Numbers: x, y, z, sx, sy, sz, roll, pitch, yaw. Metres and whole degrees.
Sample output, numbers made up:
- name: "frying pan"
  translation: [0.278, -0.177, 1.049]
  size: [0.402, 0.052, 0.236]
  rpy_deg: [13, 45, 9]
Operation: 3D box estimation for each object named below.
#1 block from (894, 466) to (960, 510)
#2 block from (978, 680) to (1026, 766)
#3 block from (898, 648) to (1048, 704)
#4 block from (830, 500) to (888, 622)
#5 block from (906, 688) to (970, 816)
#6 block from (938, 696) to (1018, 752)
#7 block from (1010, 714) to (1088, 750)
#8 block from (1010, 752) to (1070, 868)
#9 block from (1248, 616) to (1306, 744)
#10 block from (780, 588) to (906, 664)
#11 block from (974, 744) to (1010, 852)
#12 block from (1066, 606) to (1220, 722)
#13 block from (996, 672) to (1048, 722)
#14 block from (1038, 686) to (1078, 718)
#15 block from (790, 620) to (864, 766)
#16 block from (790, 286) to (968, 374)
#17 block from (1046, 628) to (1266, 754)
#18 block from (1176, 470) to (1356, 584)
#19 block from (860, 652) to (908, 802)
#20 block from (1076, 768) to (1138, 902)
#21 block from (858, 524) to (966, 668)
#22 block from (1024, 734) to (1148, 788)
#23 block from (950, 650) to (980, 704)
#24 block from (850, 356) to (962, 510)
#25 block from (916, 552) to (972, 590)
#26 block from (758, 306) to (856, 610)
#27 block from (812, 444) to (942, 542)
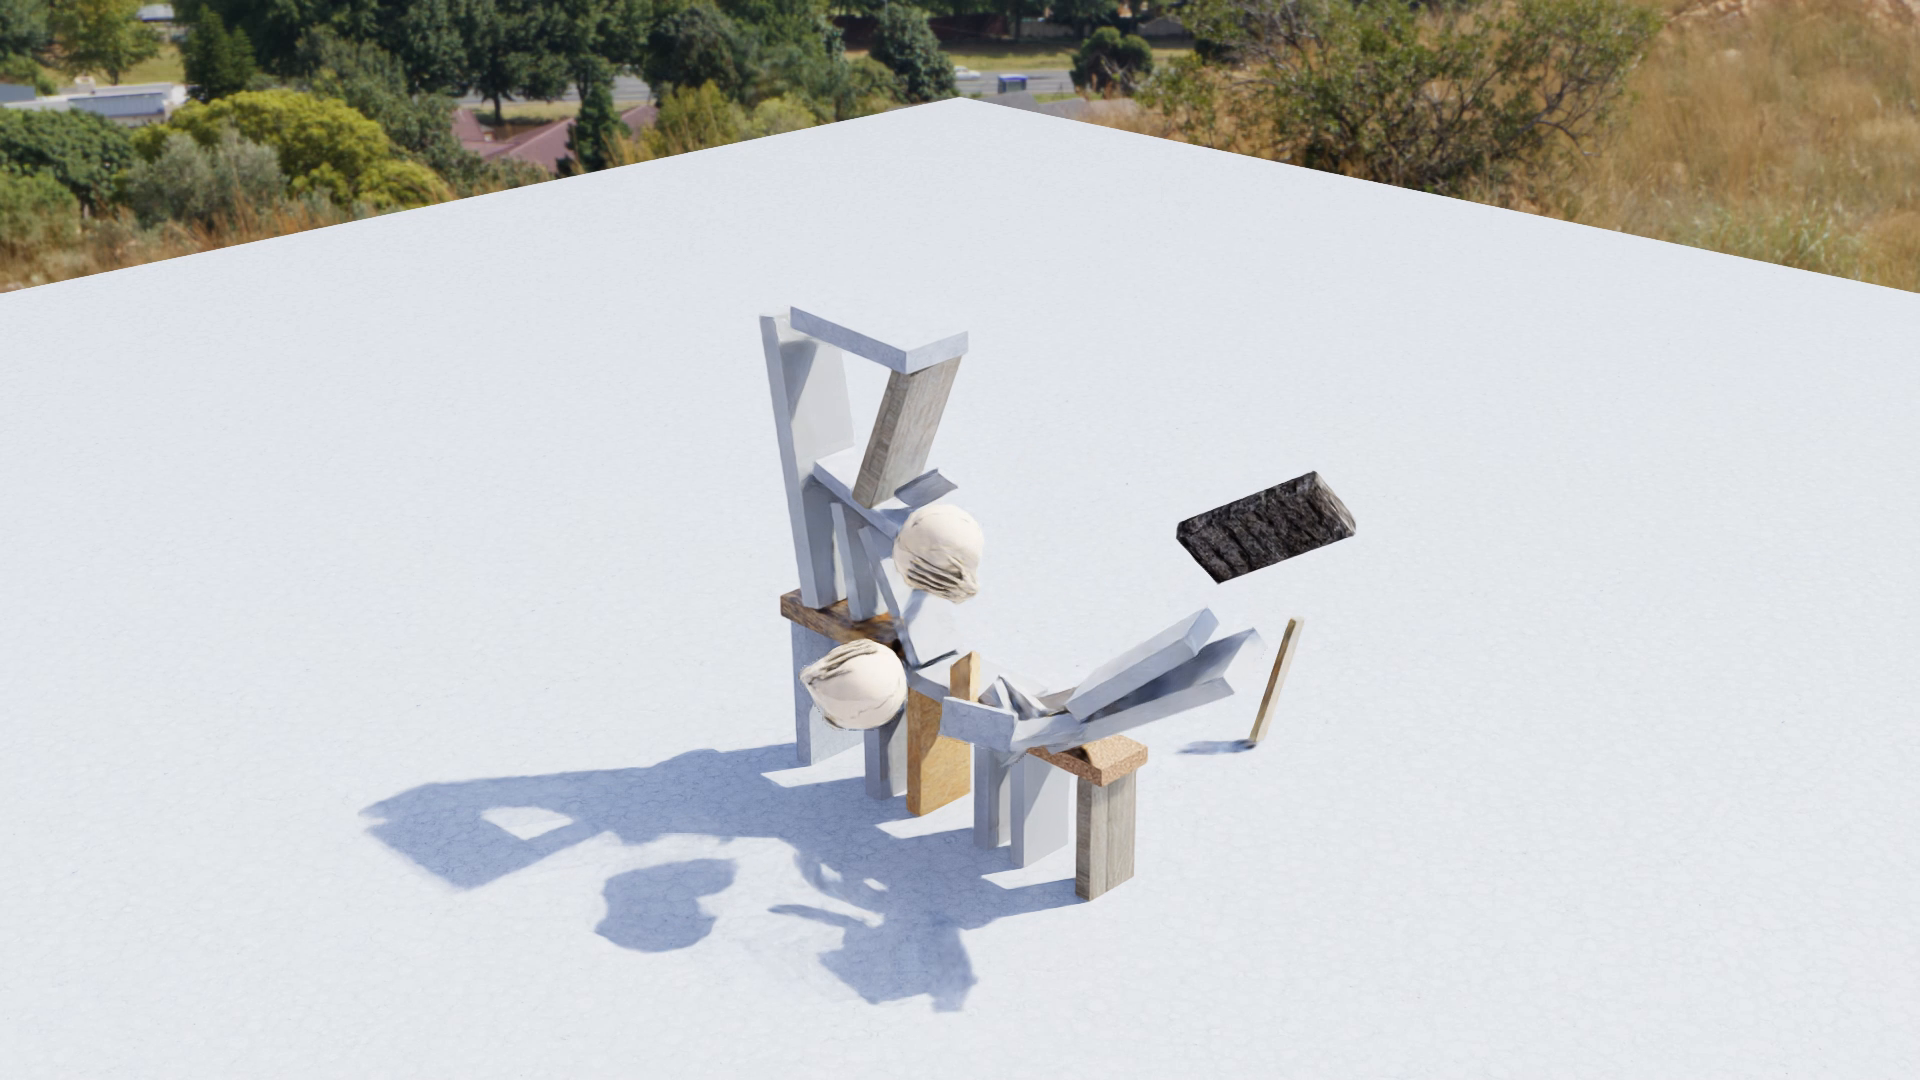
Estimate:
- name: "block"
  translation: [-0.065, -0.100, 4.285]
  size: [0.117, 0.058, 0.017]
  rpy_deg: [-26, 43, 34]
- name: "block"
  translation: [0.078, 0.344, 4.130]
  size: [0.020, 0.071, 0.142]
  rpy_deg: [-2, 60, -35]
- name: "block"
  translation: [0.024, 0.285, 4.317]
  size: [0.141, 0.040, 0.282]
  rpy_deg: [-21, 31, -40]
- name: "block"
  translation: [-0.184, 0.029, 4.436]
  size: [0.122, 0.245, 0.035]
  rpy_deg: [-21, 18, -41]
- name: "block"
  translation: [-0.042, 0.406, 4.443]
  size: [0.141, 0.282, 0.040]
  rpy_deg: [-21, 32, -40]
- name: "block"
  translation: [0.034, 0.340, 4.061]
  size: [0.142, 0.071, 0.020]
  rpy_deg: [12, 13, 20]
- name: "block"
  translation: [0.162, 0.345, 3.981]
  size: [0.132, 0.019, 0.066]
  rpy_deg: [-11, 25, 20]
- name: "block"
  translation: [0.155, 0.495, 4.265]
  size: [0.128, 0.256, 0.036]
  rpy_deg: [-21, 31, -41]
- name: "block"
  translation: [0.677, 0.298, 4.694]
  size: [0.017, 0.279, 0.059]
  rpy_deg: [22, 11, 25]
- name: "block"
  translation: [-0.202, 0.158, 4.505]
  size: [0.321, 0.046, 0.161]
  rpy_deg: [21, 31, 41]
- name: "block"
  translation: [0.091, 0.457, 4.323]
  size: [0.040, 0.282, 0.141]
  rpy_deg: [21, 31, 41]
- name: "block"
  translation: [0.325, 0.221, 3.925]
  size: [0.277, 0.039, 0.139]
  rpy_deg: [-33, 6, 32]
- name: "block"
  translation: [0.109, 0.312, 4.135]
  size: [0.019, 0.066, 0.132]
  rpy_deg: [-6, 32, -38]
- name: "block"
  translation: [0.188, 0.309, 4.109]
  size: [0.161, 0.019, 0.066]
  rpy_deg: [-23, 25, 48]
- name: "block"
  translation: [-0.275, 0.299, 4.644]
  size: [0.161, 0.321, 0.046]
  rpy_deg: [-21, 30, -41]
- name: "block"
  translation: [-0.156, -0.405, 4.216]
  size: [0.163, 0.046, 0.327]
  rpy_deg: [-23, 35, -39]
- name: "block"
  translation: [0.341, 0.276, 3.958]
  size: [0.468, 0.039, 0.139]
  rpy_deg: [-24, 20, 45]
- name: "block"
  translation: [0.534, -0.019, 3.845]
  size: [0.277, 0.139, 0.039]
  rpy_deg: [-22, 40, 31]
- name: "block"
  translation: [-0.123, 0.358, 4.504]
  size: [0.161, 0.321, 0.046]
  rpy_deg: [-21, 30, -41]
- name: "block"
  translation: [0.276, 0.542, 4.154]
  size: [0.128, 0.256, 0.036]
  rpy_deg: [-21, 31, -41]
- name: "block"
  translation: [-0.096, 0.096, 4.370]
  size: [0.122, 0.290, 0.035]
  rpy_deg: [-21, -1, -40]
- name: "block"
  translation: [0.215, 0.384, 4.152]
  size: [0.128, 0.036, 0.257]
  rpy_deg: [-21, 31, -40]
- name: "block"
  translation: [0.008, 0.288, 4.203]
  size: [0.020, 0.071, 0.142]
  rpy_deg: [25, 48, -26]
- name: "block"
  translation: [-0.103, -0.223, 4.269]
  size: [0.046, 0.327, 0.163]
  rpy_deg: [36, 39, 21]
- name: "block"
  translation: [-0.033, 0.061, 4.329]
  size: [0.058, 0.017, 0.117]
  rpy_deg: [-43, 12, -36]
- name: "block"
  translation: [-0.286, -0.174, 4.454]
  size: [0.046, 0.606, 0.163]
  rpy_deg: [8, 22, 43]
- name: "block"
  translation: [-0.167, -0.096, 4.386]
  size: [0.245, 0.035, 0.122]
  rpy_deg: [38, 41, 28]
